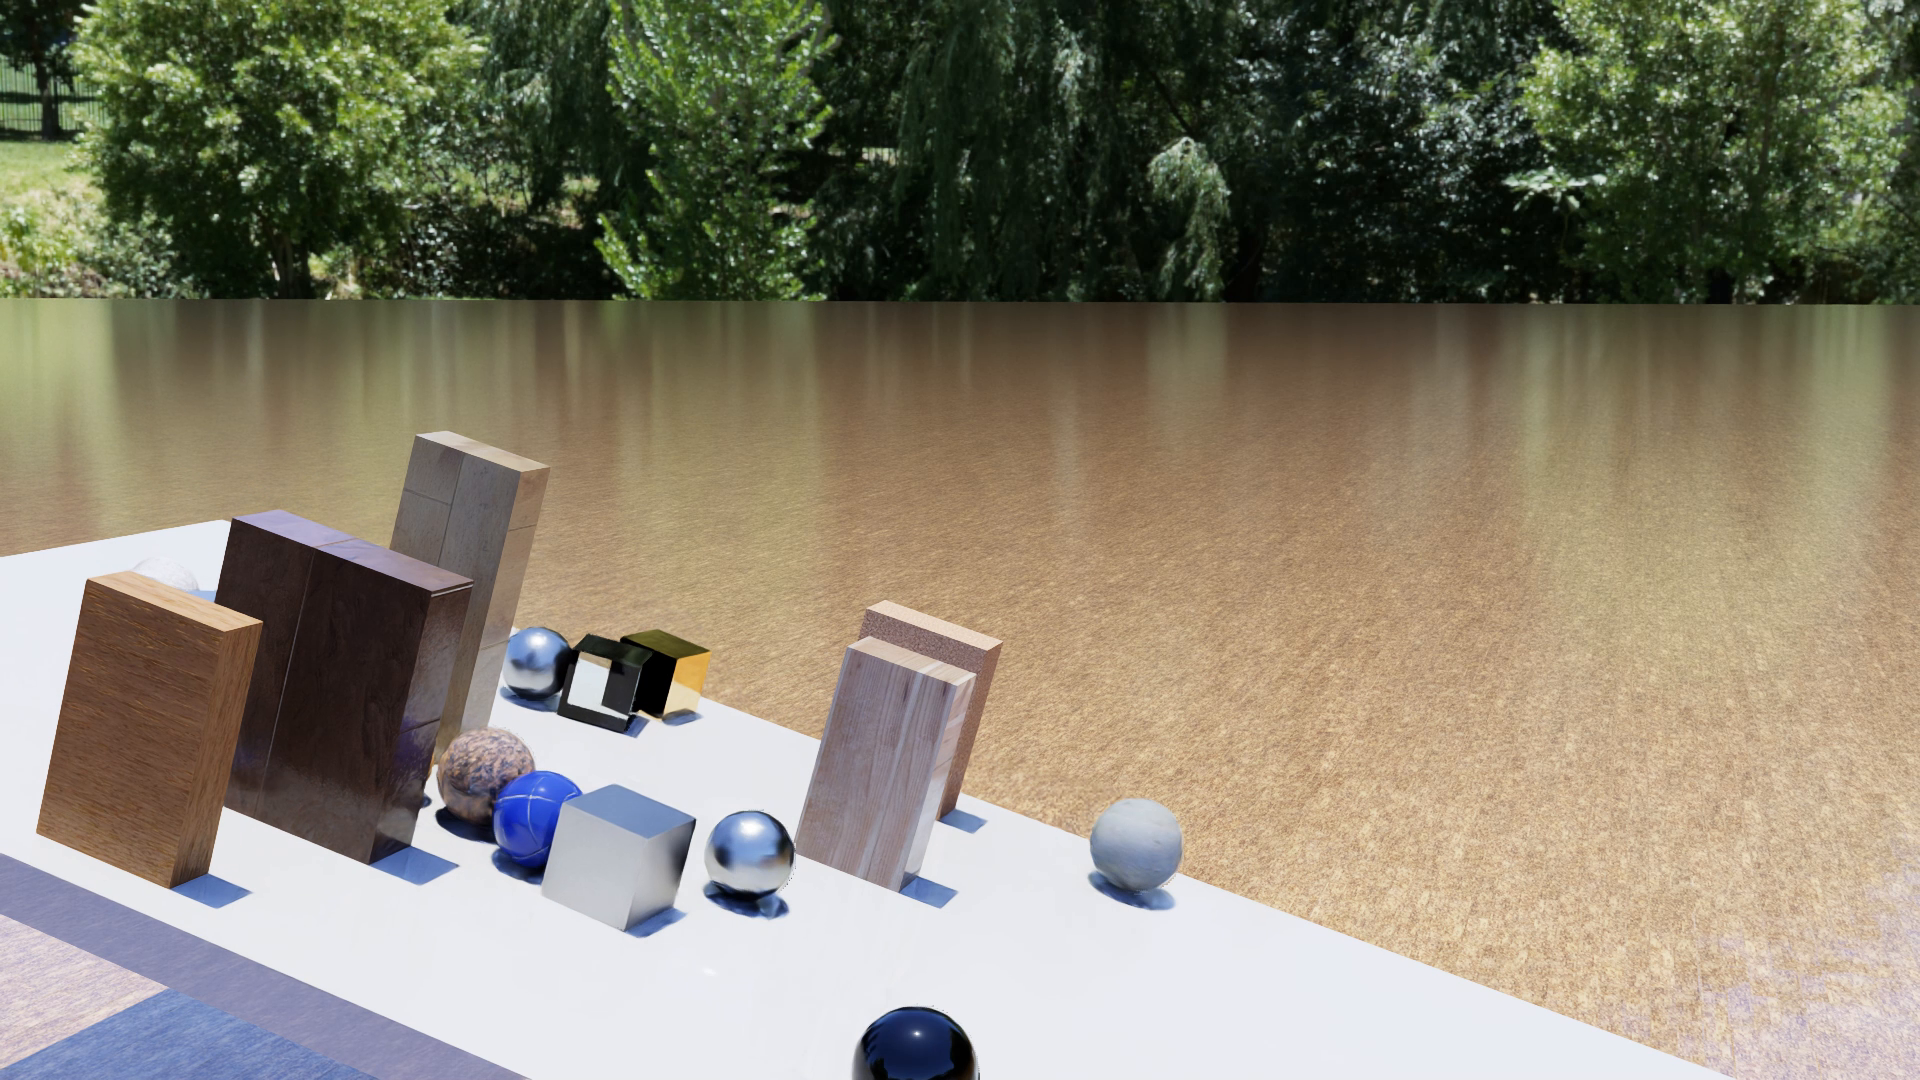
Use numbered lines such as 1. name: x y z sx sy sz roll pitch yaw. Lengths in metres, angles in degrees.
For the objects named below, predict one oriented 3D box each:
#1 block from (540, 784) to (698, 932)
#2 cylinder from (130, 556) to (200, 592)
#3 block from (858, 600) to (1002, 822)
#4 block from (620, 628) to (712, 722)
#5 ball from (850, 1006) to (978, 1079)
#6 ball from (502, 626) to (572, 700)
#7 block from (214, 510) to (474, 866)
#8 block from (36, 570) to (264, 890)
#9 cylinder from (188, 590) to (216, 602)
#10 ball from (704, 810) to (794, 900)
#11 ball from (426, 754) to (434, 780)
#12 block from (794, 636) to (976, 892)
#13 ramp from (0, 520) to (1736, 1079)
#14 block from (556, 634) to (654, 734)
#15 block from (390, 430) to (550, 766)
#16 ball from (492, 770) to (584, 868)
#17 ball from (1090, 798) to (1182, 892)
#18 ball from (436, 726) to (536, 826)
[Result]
1. block: -0.615 0.570 3.968 0.180 0.180 0.180 20 12 19
2. cylinder: -1.706 0.132 4.640 0.160 0.160 0.160 -1 13 -5
3. block: -0.110 0.383 4.971 0.293 0.409 0.129 19 12 14
4. block: -0.703 0.315 5.137 0.156 0.156 0.156 20 12 21
5. ball: -0.071 0.826 3.422 0.200 0.200 0.200 0 7 0
6. ball: -0.954 0.277 4.957 0.164 0.164 0.164 0 7 0
7. block: -1.135 0.257 3.918 0.408 0.512 0.142 19 12 14
8. block: -1.324 0.307 3.588 0.265 0.446 0.103 19 12 14
9. cylinder: -1.557 0.195 4.590 0.141 0.141 0.141 15 11 -3
10. ball: -0.399 0.596 4.160 0.170 0.170 0.170 0 7 0
11. ball: -1.070 0.422 4.187 0.131 0.131 0.131 0 7 0
12. block: -0.155 0.454 4.469 0.241 0.448 0.132 19 12 14
13. ramp: -0.375 0.730 4.238 4.000 0.100 2.000 19 12 14
14. block: -0.800 0.323 4.967 0.156 0.156 0.156 16 11 0
15. block: -1.030 0.120 4.427 0.241 0.628 0.122 19 12 14
16. ball: -0.769 0.513 4.039 0.178 0.178 0.178 0 7 0
17. ball: 0.385 0.666 4.808 0.203 0.203 0.203 0 7 0
18. ball: -0.895 0.447 4.160 0.187 0.187 0.187 0 7 0
